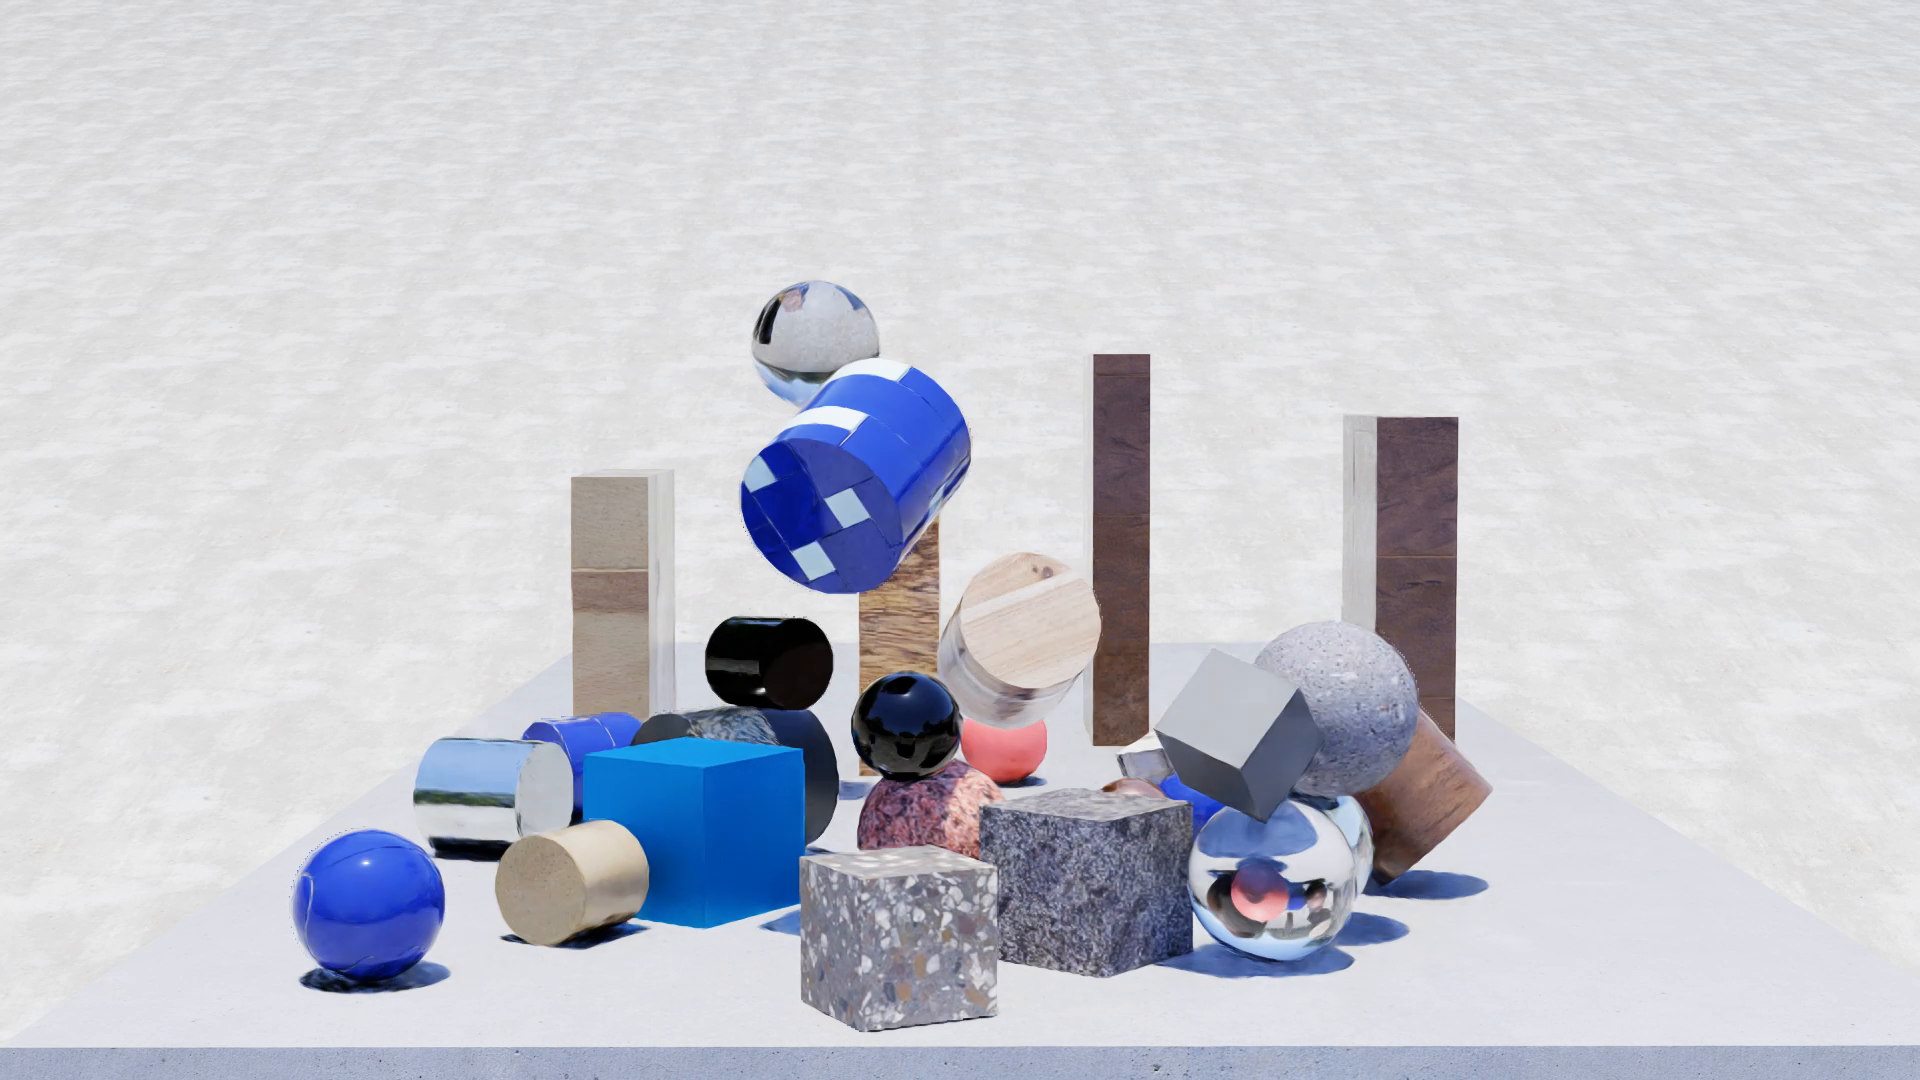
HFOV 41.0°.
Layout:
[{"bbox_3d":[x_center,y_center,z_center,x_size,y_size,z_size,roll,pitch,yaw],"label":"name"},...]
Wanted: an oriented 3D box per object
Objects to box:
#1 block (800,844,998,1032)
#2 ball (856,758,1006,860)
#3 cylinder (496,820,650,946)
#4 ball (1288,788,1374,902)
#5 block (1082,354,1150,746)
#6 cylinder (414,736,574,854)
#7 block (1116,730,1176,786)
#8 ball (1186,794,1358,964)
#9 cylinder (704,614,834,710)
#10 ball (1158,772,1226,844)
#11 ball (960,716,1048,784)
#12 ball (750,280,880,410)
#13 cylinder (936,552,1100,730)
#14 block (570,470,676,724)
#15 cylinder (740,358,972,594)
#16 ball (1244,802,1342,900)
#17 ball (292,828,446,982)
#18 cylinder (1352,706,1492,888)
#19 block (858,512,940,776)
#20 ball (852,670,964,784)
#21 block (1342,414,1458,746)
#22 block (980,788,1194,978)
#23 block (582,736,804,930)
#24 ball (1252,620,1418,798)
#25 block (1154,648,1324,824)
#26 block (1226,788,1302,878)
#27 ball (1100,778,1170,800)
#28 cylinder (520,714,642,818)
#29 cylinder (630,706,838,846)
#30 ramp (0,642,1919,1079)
[{"bbox_3d":[-0.065,0.412,2.683,0.154,0.154,0.154,-2,3,-27],"label":"block"},{"bbox_3d":[-0.030,0.364,3.167,0.195,0.195,0.195,0,20,0],"label":"ball"},{"bbox_3d":[-0.458,0.405,3.041,0.129,0.129,0.129,11,8,27],"label":"cylinder"},{"bbox_3d":[0.407,0.373,3.102,0.185,0.185,0.185,0,20,0],"label":"ball"},{"bbox_3d":[0.291,0.009,4.807,0.103,0.708,0.353,0,3,0],"label":"block"},{"bbox_3d":[-0.648,0.357,3.580,0.160,0.160,0.160,1,20,21],"label":"cylinder"},{"bbox_3d":[0.319,0.338,3.755,0.110,0.110,0.110,-13,10,46],"label":"block"},{"bbox_3d":[0.352,0.382,2.899,0.191,0.191,0.191,0,20,0],"label":"ball"},{"bbox_3d":[-0.260,0.166,3.492,0.125,0.125,0.125,-18,12,-40],"label":"cylinder"},{"bbox_3d":[0.324,0.377,3.539,0.125,0.125,0.125,0,20,0],"label":"ball"},{"bbox_3d":[0.072,0.327,4.213,0.144,0.144,0.144,0,20,0],"label":"ball"},{"bbox_3d":[-0.221,-0.297,3.939,0.200,0.200,0.200,0,20,0],"label":"ball"},{"bbox_3d":[0.080,0.144,3.615,0.197,0.197,0.197,-5,-20,-12],"label":"cylinder"},{"bbox_3d":[-0.553,0.143,4.257,0.122,0.508,0.385,0,3,0],"label":"block"},{"bbox_3d":[-0.119,-0.075,2.996,0.204,0.204,0.204,8,33,21],"label":"cylinder"},{"bbox_3d":[0.423,0.394,3.261,0.124,0.124,0.124,0,20,0],"label":"ball"},{"bbox_3d":[-0.647,0.400,2.815,0.166,0.166,0.166,0,20,0],"label":"ball"},{"bbox_3d":[0.553,0.313,3.339,0.195,0.195,0.195,49,35,7],"label":"cylinder"},{"bbox_3d":[-0.102,0.151,4.495,0.133,0.461,0.449,0,3,0],"label":"block"},{"bbox_3d":[-0.061,0.217,2.982,0.130,0.130,0.130,0,20,0],"label":"ball"},{"bbox_3d":[0.798,0.072,4.689,0.141,0.597,0.392,0,3,0],"label":"block"},{"bbox_3d":[0.145,0.388,2.937,0.174,0.174,0.174,3,4,39],"label":"block"},{"bbox_3d":[-0.332,0.361,3.210,0.195,0.195,0.195,2,4,34],"label":"block"},{"bbox_3d":[0.433,0.198,3.014,0.207,0.207,0.207,0,20,0],"label":"ball"},{"bbox_3d":[0.309,0.217,2.842,0.117,0.117,0.117,24,67,36],"label":"block"},{"bbox_3d":[0.427,0.391,3.442,0.107,0.107,0.107,2,4,30],"label":"block"},{"bbox_3d":[0.231,0.381,3.459,0.123,0.123,0.123,0,20,0],"label":"ball"},{"bbox_3d":[-0.568,0.343,3.895,0.149,0.149,0.149,-3,17,-43],"label":"cylinder"},{"bbox_3d":[-0.315,0.334,3.543,0.210,0.210,0.210,20,16,42],"label":"cylinder"},{"bbox_3d":[0.048,0.430,4.533,2.000,0.100,4.000,0,3,0],"label":"ramp"}]
